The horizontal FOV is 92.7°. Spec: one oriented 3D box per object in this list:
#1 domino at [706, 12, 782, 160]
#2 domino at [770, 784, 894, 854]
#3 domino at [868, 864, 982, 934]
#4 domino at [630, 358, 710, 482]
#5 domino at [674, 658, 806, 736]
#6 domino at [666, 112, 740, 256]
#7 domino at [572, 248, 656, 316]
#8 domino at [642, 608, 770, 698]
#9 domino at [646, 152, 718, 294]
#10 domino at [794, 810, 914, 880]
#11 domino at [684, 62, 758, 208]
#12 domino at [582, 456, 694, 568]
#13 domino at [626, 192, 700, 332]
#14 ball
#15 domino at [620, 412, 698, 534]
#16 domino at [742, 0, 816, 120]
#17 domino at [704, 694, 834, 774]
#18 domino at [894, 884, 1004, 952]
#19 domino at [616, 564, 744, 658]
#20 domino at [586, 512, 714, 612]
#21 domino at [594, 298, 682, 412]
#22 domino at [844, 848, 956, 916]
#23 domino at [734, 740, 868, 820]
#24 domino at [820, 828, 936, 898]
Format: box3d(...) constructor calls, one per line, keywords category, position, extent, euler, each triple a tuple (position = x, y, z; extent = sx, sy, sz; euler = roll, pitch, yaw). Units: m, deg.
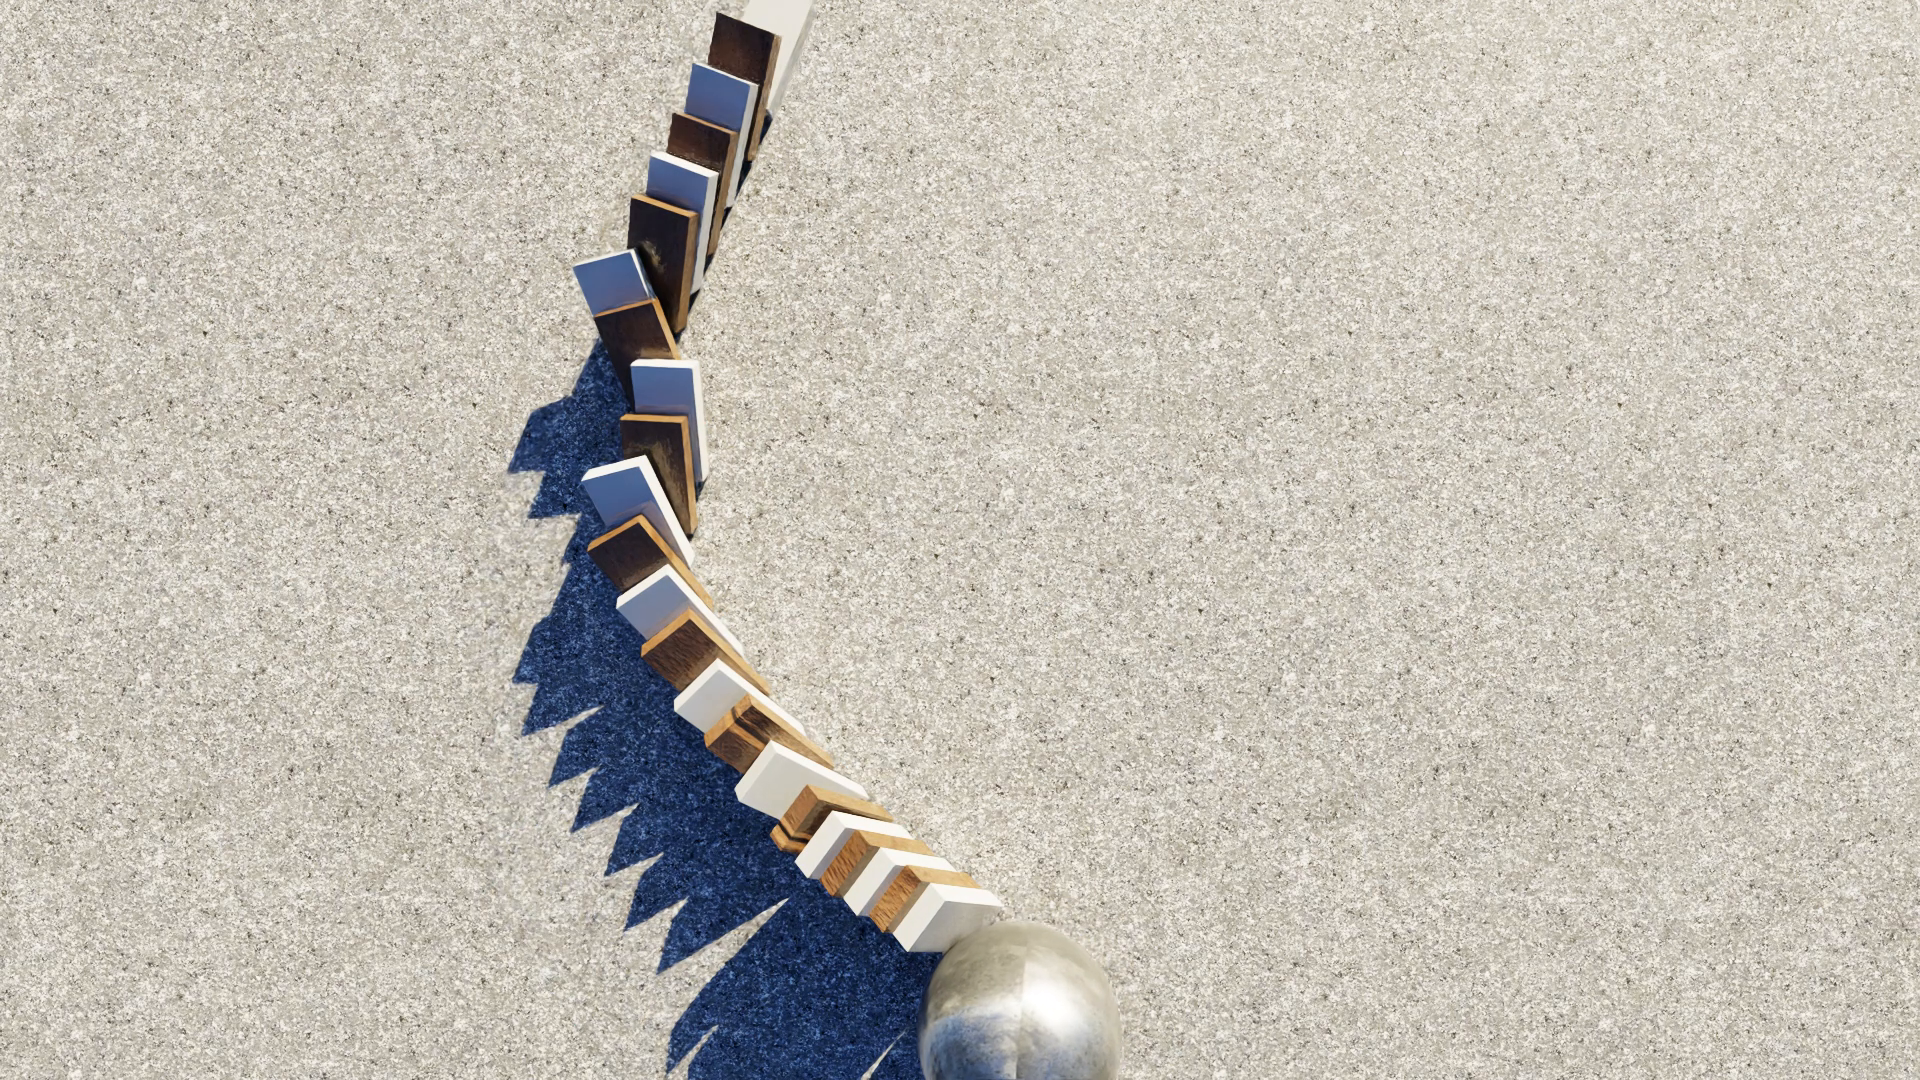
box3d(category="domino", position=(-0.094, -0.190, 0.385), extent=(0.025, 0.010, 0.050), euler=(21, 116, 0))
box3d(category="domino", position=(-0.052, 0.118, 0.378), extent=(0.010, 0.050, 0.025), euler=(37, 90, 41))
box3d(category="domino", position=(-0.013, 0.149, 0.377), extent=(0.010, 0.050, 0.025), euler=(36, 90, 38))
box3d(category="domino", position=(-0.121, -0.050, 0.384), extent=(0.025, 0.010, 0.050), euler=(3, 117, 0))
box3d(category="domino", position=(-0.092, 0.075, 0.385), extent=(0.025, 0.009, 0.050), euler=(-44, 116, 0))
box3d(category="domino", position=(-0.111, -0.149, 0.385), extent=(0.025, 0.010, 0.050), euler=(20, 116, 0))
box3d(category="domino", position=(-0.139, -0.094, 0.384), extent=(0.025, 0.009, 0.050), euler=(-13, 118, 4))
box3d(category="domino", position=(-0.106, 0.055, 0.384), extent=(0.025, 0.009, 0.050), euler=(-38, 118, 0))
box3d(category="domino", position=(-0.118, -0.132, 0.382), extent=(0.025, 0.010, 0.050), euler=(21, 123, 0))
box3d(category="domino", position=(-0.042, 0.128, 0.377), extent=(0.009, 0.050, 0.025), euler=(36, 90, 38))
box3d(category="domino", position=(-0.103, -0.169, 0.385), extent=(0.025, 0.009, 0.050), euler=(21, 116, 0))
box3d(category="domino", position=(-0.133, -0.009, 0.382), extent=(0.025, 0.009, 0.050), euler=(-14, 121, 6))
box3d(category="domino", position=(-0.125, -0.115, 0.382), extent=(0.025, 0.010, 0.050), euler=(19, 123, 1))
box3d(category="ball", position=(0.023, 0.193, 0.360), extent=(0.080, 0.080, 0.080), euler=(0, 90, 0))
box3d(category="domino", position=(-0.126, -0.028, 0.385), extent=(0.025, 0.010, 0.050), euler=(3, 116, 0))
box3d(category="domino", position=(-0.084, -0.211, 0.395), extent=(0.025, 0.010, 0.050), euler=(22, 90, 0))
box3d(category="domino", position=(-0.079, 0.088, 0.382), extent=(0.025, 0.010, 0.050), euler=(-44, 121, 0))
box3d(category="domino", position=(-0.004, 0.156, 0.377), extent=(0.009, 0.050, 0.025), euler=(36, 90, 38))
box3d(category="domino", position=(-0.117, 0.037, 0.384), extent=(0.025, 0.009, 0.050), euler=(-34, 118, 0))
box3d(category="domino", position=(-0.129, 0.016, 0.383), extent=(0.025, 0.010, 0.050), euler=(-29, 118, 4))
box3d(category="domino", position=(-0.130, -0.073, 0.384), extent=(0.025, 0.009, 0.050), euler=(-14, 117, 3))
box3d(category="domino", position=(-0.023, 0.142, 0.377), extent=(0.010, 0.050, 0.025), euler=(36, 90, 38))
box3d(category="domino", position=(-0.066, 0.106, 0.383), extent=(0.050, 0.010, 0.025), euler=(37, 90, -30))
box3d(category="domino", position=(-0.033, 0.135, 0.377), extent=(0.010, 0.050, 0.025), euler=(36, 90, 38))
